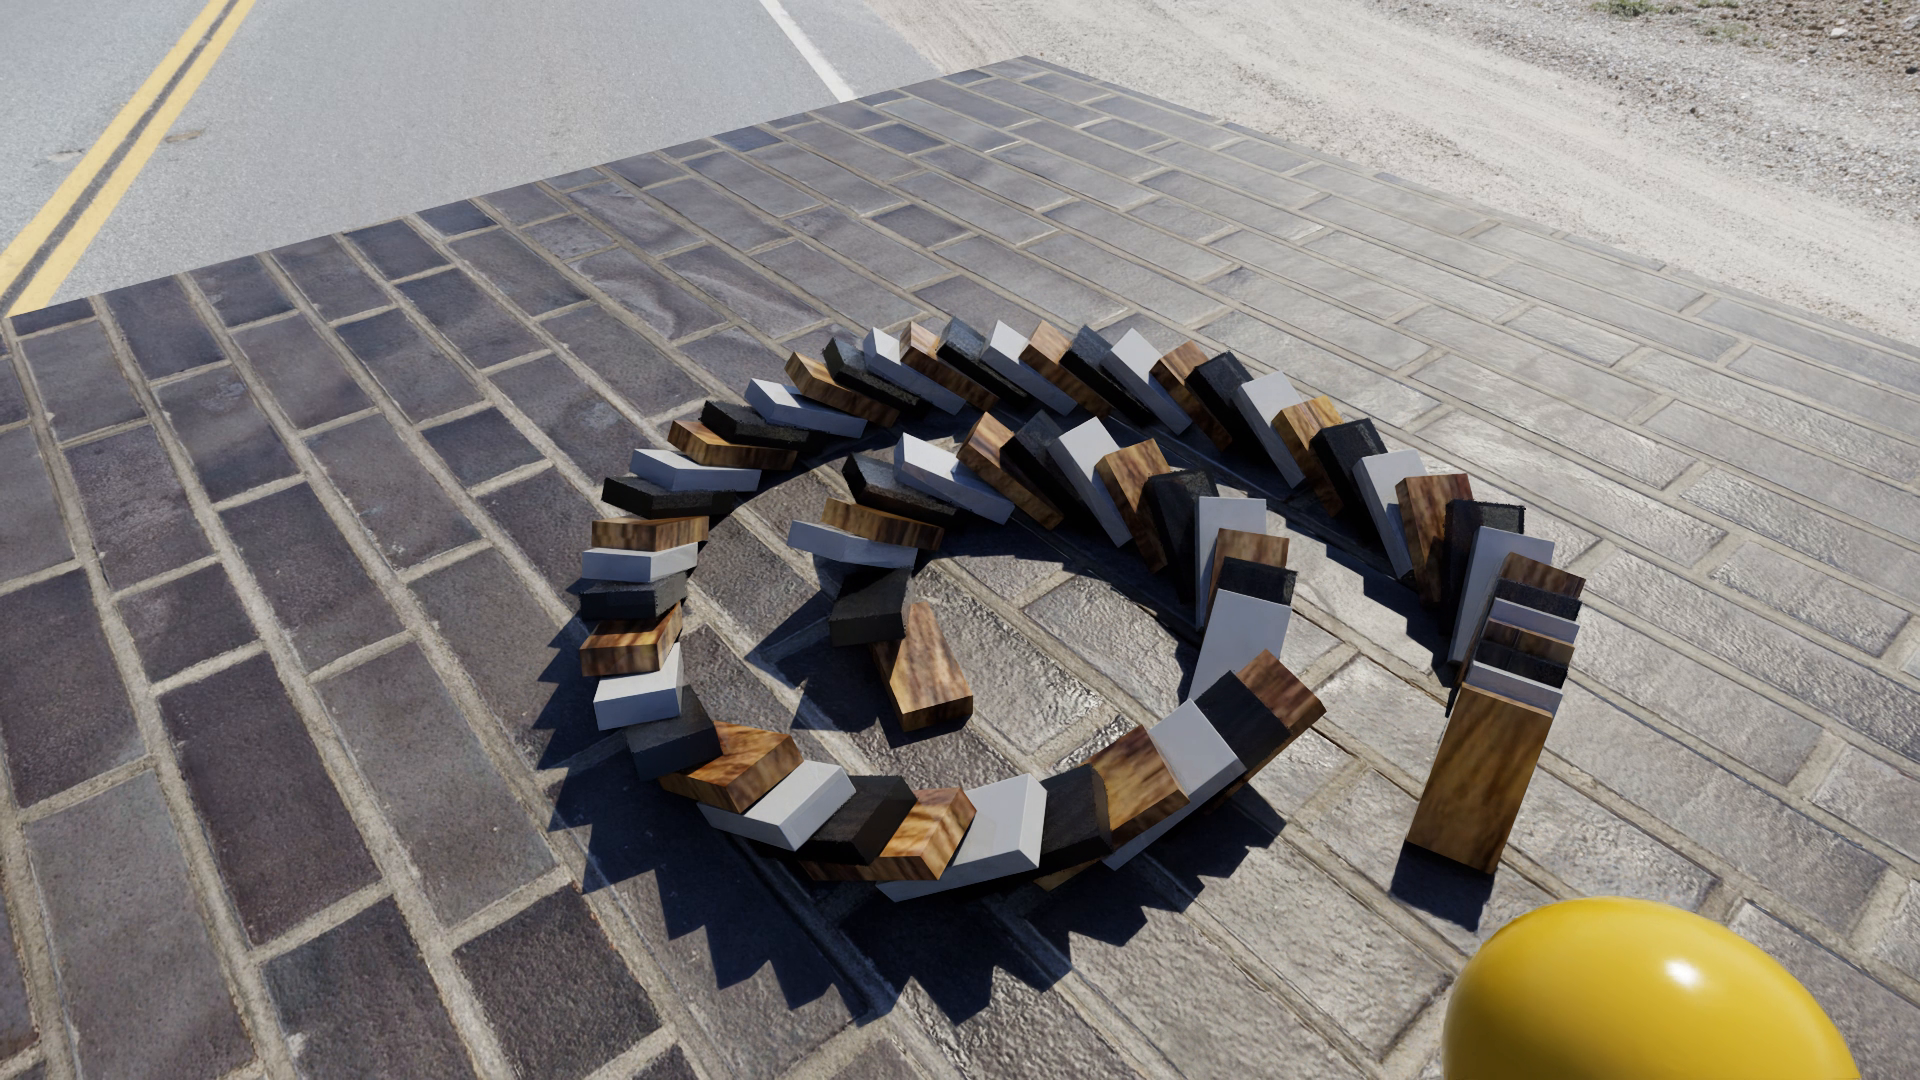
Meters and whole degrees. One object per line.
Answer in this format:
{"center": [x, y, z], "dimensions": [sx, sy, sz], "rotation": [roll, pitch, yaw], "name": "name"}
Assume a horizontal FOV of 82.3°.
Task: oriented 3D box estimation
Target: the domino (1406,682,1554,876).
{"center": [0.154, 0.071, 0.327], "dimensions": [0.025, 0.050, 0.009], "rotation": [19, 10, 22], "name": "domino"}

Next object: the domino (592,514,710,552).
{"center": [-0.119, -0.004, 0.427], "dimensions": [0.025, 0.010, 0.050], "rotation": [5, 6, 9], "name": "domino"}

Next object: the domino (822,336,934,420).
{"center": [-0.038, -0.075, 0.513], "dimensions": [0.050, 0.010, 0.025], "rotation": [21, 28, -33], "name": "domino"}

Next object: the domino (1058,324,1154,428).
{"center": [0.072, -0.078, 0.518], "dimensions": [0.050, 0.010, 0.025], "rotation": [37, 44, -5], "name": "domino"}

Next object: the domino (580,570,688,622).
{"center": [-0.117, 0.020, 0.399], "dimensions": [0.025, 0.010, 0.050], "rotation": [-3, 6, -2], "name": "domino"}

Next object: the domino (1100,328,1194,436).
{"center": [0.091, -0.074, 0.514], "dimensions": [0.050, 0.009, 0.025], "rotation": [43, 47, 0], "name": "domino"}

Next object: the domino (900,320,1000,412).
{"center": [-0.005, -0.082, 0.522], "dimensions": [0.050, 0.010, 0.025], "rotation": [28, 31, -22], "name": "domino"}

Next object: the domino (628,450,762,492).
{"center": [-0.110, -0.029, 0.459], "dimensions": [0.025, 0.010, 0.050], "rotation": [23, 14, 28], "name": "domino"}

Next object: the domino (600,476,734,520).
{"center": [-0.117, -0.018, 0.446], "dimensions": [0.025, 0.009, 0.050], "rotation": [20, 12, 23], "name": "domino"}

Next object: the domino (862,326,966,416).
{"center": [-0.022, -0.079, 0.519], "dimensions": [0.050, 0.010, 0.025], "rotation": [25, 30, -27], "name": "domino"}

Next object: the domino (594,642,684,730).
{"center": [-0.106, 0.048, 0.368], "dimensions": [0.025, 0.009, 0.050], "rotation": [-9, 13, -11], "name": "domino"}

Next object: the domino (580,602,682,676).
{"center": [-0.114, 0.034, 0.386], "dimensions": [0.025, 0.010, 0.050], "rotation": [-4, 13, -5], "name": "domino"}

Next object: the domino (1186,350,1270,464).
{"center": [0.128, -0.060, 0.498], "dimensions": [0.025, 0.010, 0.050], "rotation": [-28, 76, -33], "name": "domino"}

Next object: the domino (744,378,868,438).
{"center": [-0.069, -0.059, 0.497], "dimensions": [0.050, 0.010, 0.025], "rotation": [6, 28, -43], "name": "domino"}

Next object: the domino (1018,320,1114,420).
{"center": [0.053, -0.081, 0.522], "dimensions": [0.050, 0.009, 0.025], "rotation": [36, 42, -8], "name": "domino"}

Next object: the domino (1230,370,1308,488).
{"center": [0.144, -0.049, 0.485], "dimensions": [0.025, 0.009, 0.050], "rotation": [-21, 72, -26], "name": "domino"}

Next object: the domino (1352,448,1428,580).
{"center": [0.179, -0.011, 0.440], "dimensions": [0.025, 0.009, 0.050], "rotation": [-10, 67, -12], "name": "domino"}

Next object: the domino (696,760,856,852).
{"center": [-0.056, 0.077, 0.328], "dimensions": [0.050, 0.009, 0.025], "rotation": [-6, 28, 50], "name": "domino"}

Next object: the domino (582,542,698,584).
{"center": [-0.119, 0.007, 0.414], "dimensions": [0.025, 0.010, 0.050], "rotation": [4, 6, 5], "name": "domino"}

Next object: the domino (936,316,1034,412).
{"center": [0.013, -0.084, 0.524], "dimensions": [0.050, 0.009, 0.025], "rotation": [32, 35, -15], "name": "domino"}

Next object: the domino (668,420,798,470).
{"center": [-0.097, -0.040, 0.474], "dimensions": [0.025, 0.009, 0.050], "rotation": [32, 19, 33], "name": "domino"}

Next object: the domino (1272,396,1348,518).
{"center": [0.158, -0.036, 0.471], "dimensions": [0.025, 0.010, 0.050], "rotation": [-18, 70, -21], "name": "domino"}

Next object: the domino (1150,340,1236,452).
{"center": [0.113, -0.067, 0.507], "dimensions": [0.025, 0.009, 0.050], "rotation": [-33, 79, -34], "name": "domino"}

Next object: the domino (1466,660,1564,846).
{"center": [0.161, 0.065, 0.335], "dimensions": [0.025, 0.050, 0.009], "rotation": [19, 10, 22], "name": "domino"}

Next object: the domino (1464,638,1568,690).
{"center": [0.166, 0.059, 0.342], "dimensions": [0.025, 0.050, 0.009], "rotation": [19, 10, 22], "name": "domino"}

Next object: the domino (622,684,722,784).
{"center": [-0.094, 0.061, 0.351], "dimensions": [0.025, 0.009, 0.050], "rotation": [-17, 14, -19], "name": "domino"}

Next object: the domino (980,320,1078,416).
{"center": [0.034, -0.082, 0.523], "dimensions": [0.050, 0.010, 0.025], "rotation": [32, 39, -13], "name": "domino"}

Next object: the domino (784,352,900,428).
{"center": [-0.054, -0.069, 0.506], "dimensions": [0.050, 0.009, 0.025], "rotation": [18, 24, -40], "name": "domino"}

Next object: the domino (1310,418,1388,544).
{"center": [0.169, -0.025, 0.457], "dimensions": [0.025, 0.009, 0.050], "rotation": [-14, 68, -18], "name": "domino"}

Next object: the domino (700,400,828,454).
{"center": [-0.086, -0.050, 0.484], "dimensions": [0.025, 0.009, 0.050], "rotation": [34, 20, 36], "name": "domino"}

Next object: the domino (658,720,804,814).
{"center": [-0.073, 0.069, 0.340], "dimensions": [0.025, 0.010, 0.050], "rotation": [-36, 21, -35], "name": "domino"}
